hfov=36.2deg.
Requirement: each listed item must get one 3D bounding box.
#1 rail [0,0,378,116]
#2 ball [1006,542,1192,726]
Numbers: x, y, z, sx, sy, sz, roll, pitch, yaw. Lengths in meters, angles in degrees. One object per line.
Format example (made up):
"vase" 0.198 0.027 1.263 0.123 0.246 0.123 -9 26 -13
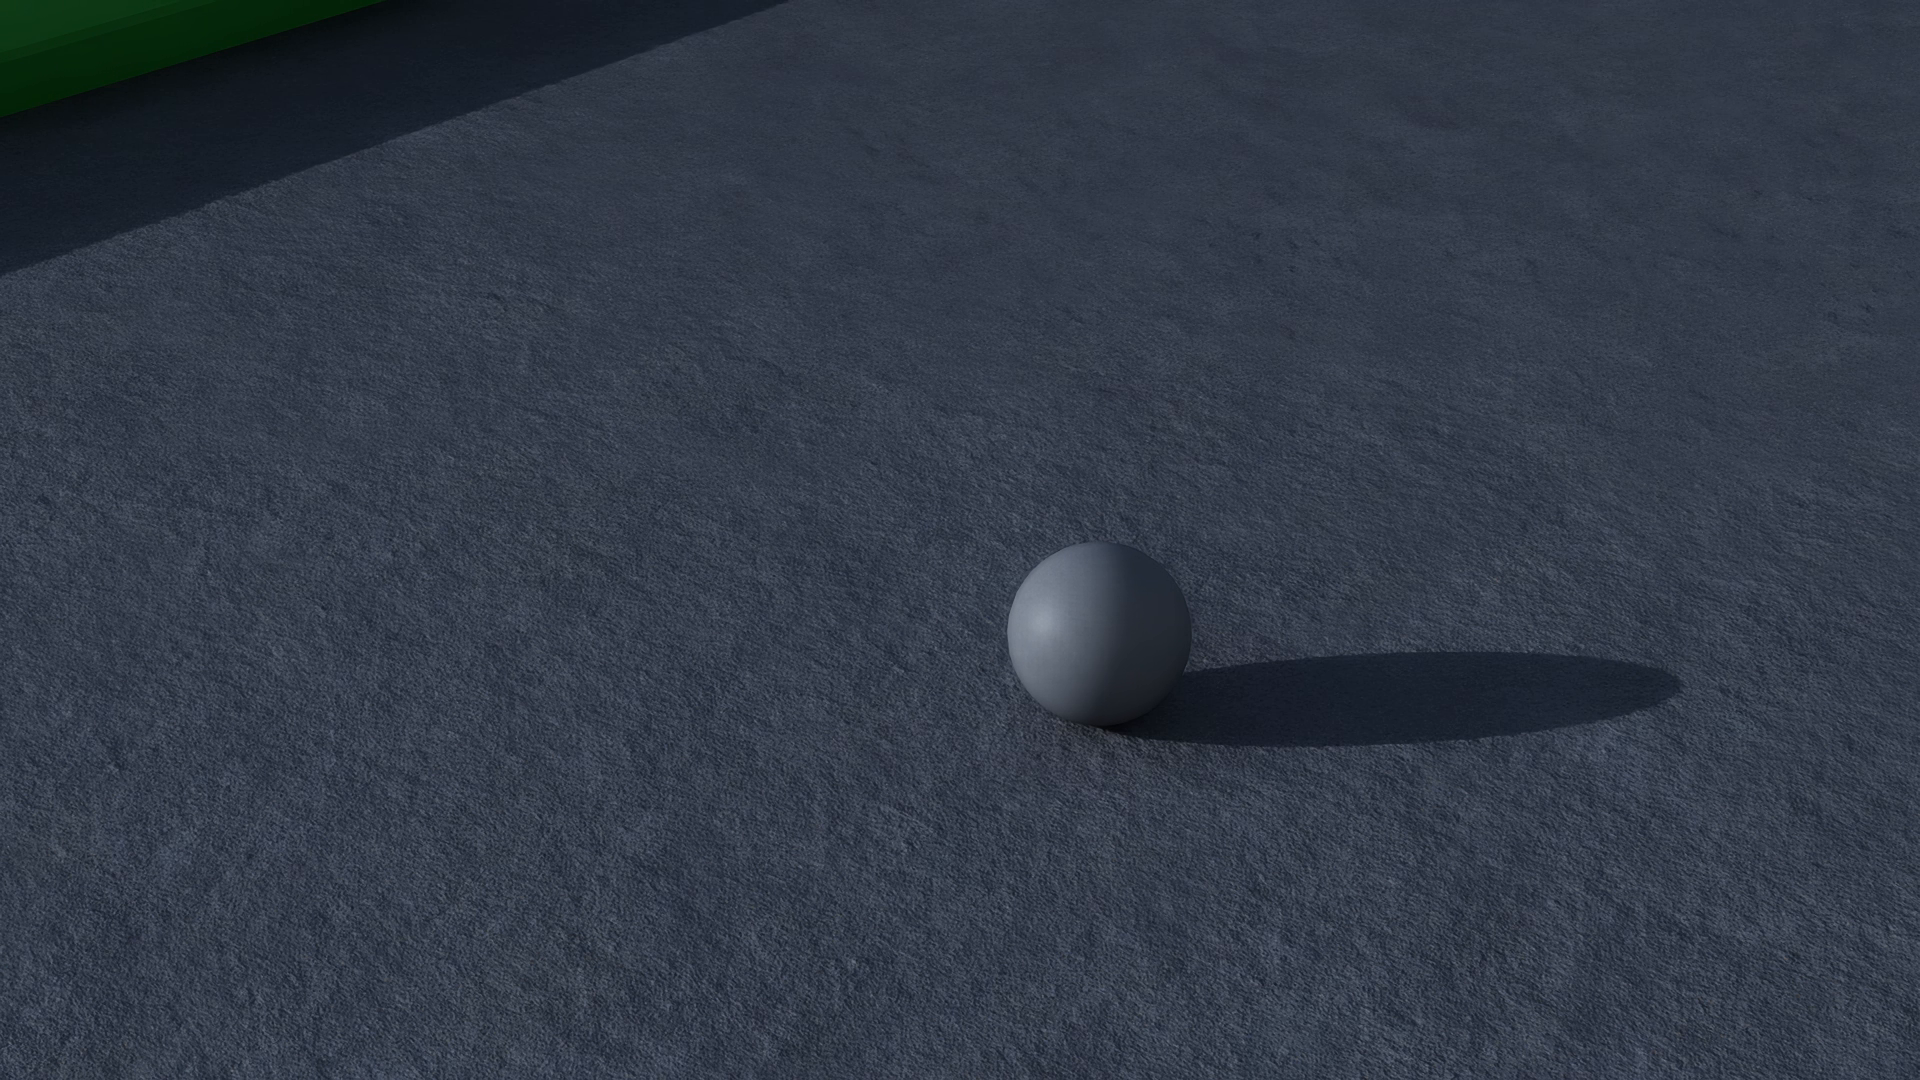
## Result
"rail" -0.252 -0.728 3.078 0.045 0.129 4.268 19 33 33
"ball" 0.075 0.050 1.579 0.099 0.099 0.099 0 27 0
